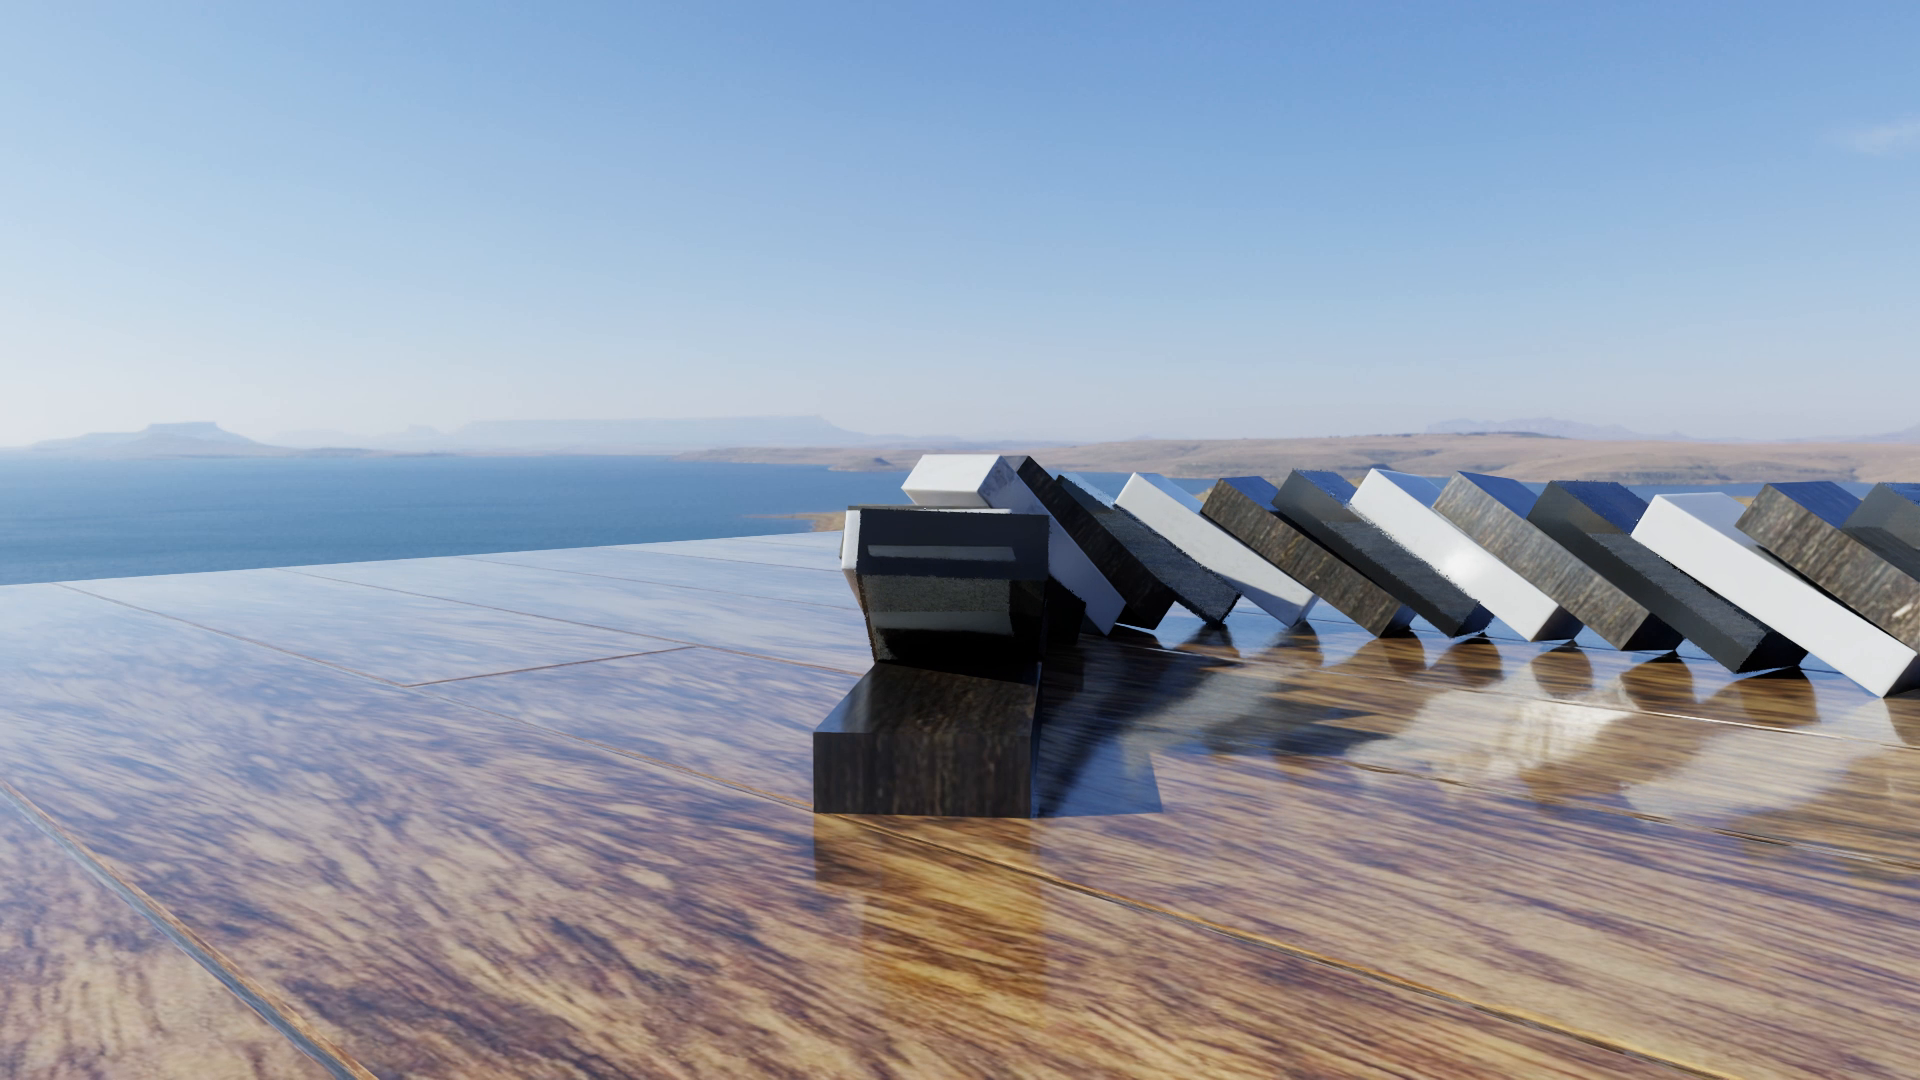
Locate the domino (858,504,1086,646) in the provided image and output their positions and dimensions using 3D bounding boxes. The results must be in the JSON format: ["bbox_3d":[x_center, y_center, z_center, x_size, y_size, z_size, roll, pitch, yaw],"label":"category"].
[{"bbox_3d":[0.002,0.008,0.261,0.025,0.009,0.050,3,-21,37],"label":"domino"}]

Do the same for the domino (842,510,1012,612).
[{"bbox_3d":[-0.002,0.010,0.213,0.025,0.010,0.050,0,-25,7],"label":"domino"}]

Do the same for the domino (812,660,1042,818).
[{"bbox_3d":[-0.002,0.025,0.171,0.025,0.010,0.050,0,4,5],"label":"domino"}]

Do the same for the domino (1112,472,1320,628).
[{"bbox_3d":[0.063,0.002,0.308,0.050,0.009,0.025,36,15,17],"label":"domino"}]

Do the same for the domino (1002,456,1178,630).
[{"bbox_3d":[0.024,0.001,0.293,0.050,0.010,0.025,42,-15,-21],"label":"domino"}]

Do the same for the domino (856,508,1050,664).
[{"bbox_3d":[-0.001,0.011,0.191,0.025,0.009,0.050,2,-25,1],"label":"domino"}]

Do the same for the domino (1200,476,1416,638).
[{"bbox_3d":[0.083,0.003,0.301,0.050,0.010,0.025,39,23,26],"label":"domino"}]

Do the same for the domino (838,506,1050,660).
[{"bbox_3d":[-0.001,0.009,0.235,0.025,0.009,0.050,1,-24,17],"label":"domino"}]

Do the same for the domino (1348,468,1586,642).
[{"bbox_3d":[0.113,0.003,0.284,0.025,0.009,0.050,3,34,-45],"label":"domino"}]

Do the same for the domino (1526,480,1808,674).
[{"bbox_3d":[0.141,0.006,0.255,0.025,0.010,0.050,-1,36,-34],"label":"domino"}]

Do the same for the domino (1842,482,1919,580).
[{"bbox_3d":[0.174,0.009,0.208,0.025,0.010,0.050,-1,37,-31],"label":"domino"}]

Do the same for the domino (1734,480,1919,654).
[{"bbox_3d":[0.164,0.008,0.221,0.025,0.010,0.050,-3,38,-34],"label":"domino"}]

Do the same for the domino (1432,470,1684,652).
[{"bbox_3d":[0.128,0.004,0.271,0.025,0.009,0.050,3,33,-39],"label":"domino"}]

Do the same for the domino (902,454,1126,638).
[{"bbox_3d":[0.012,0.001,0.280,0.025,0.010,0.050,5,-35,50],"label":"domino"}]

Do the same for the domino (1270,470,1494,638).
[{"bbox_3d":[0.098,0.002,0.293,0.050,0.010,0.025,42,25,29],"label":"domino"}]

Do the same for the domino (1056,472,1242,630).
[{"bbox_3d":[0.044,0.002,0.308,0.050,0.010,0.025,34,10,8],"label":"domino"}]

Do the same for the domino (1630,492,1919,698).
[{"bbox_3d":[0.154,0.008,0.237,0.025,0.010,0.050,-3,35,-34],"label":"domino"}]
